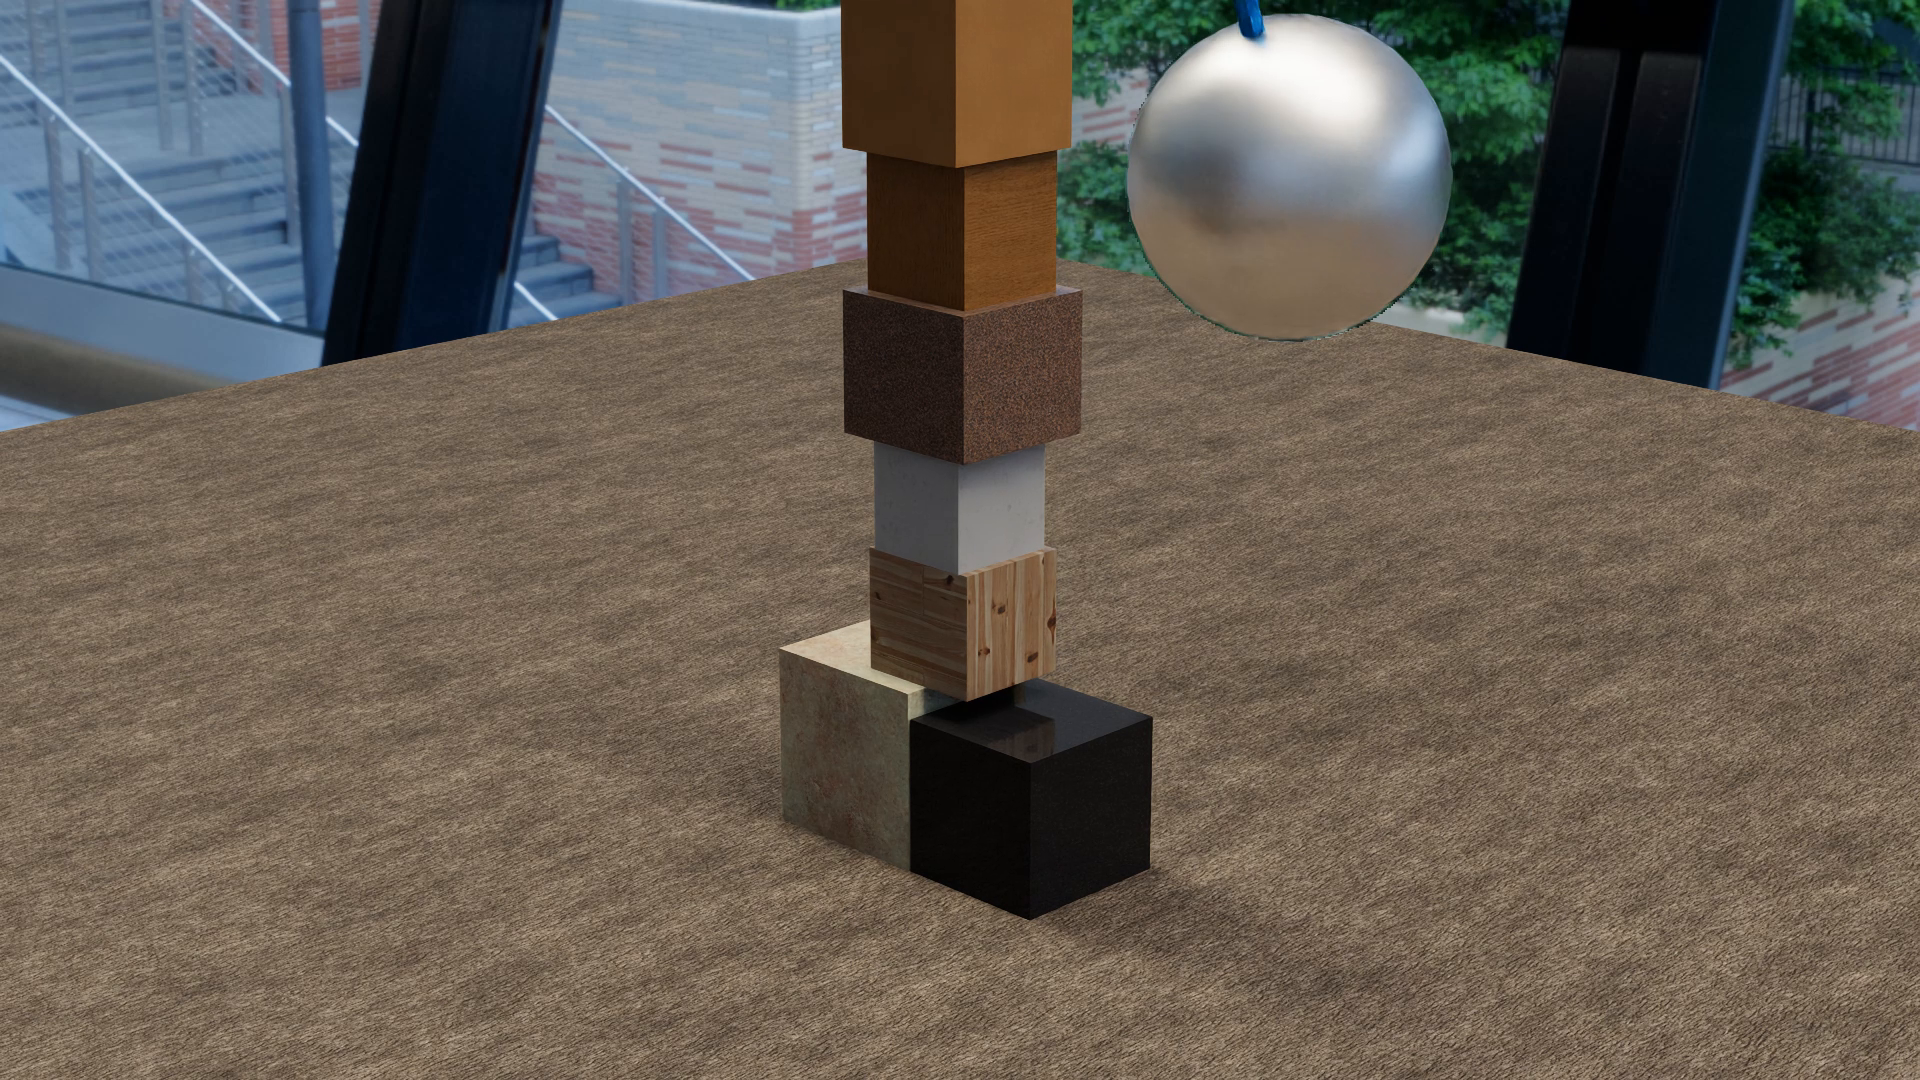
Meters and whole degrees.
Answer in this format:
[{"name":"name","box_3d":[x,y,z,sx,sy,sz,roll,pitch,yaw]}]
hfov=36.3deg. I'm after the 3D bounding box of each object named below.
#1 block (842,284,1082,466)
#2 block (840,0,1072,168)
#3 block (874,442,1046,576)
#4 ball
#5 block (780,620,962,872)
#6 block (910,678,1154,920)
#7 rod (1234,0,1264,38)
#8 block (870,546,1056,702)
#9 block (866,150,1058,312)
[{"name":"block","box_3d":[0.011,-0.796,13.104,0.747,0.657,0.759,-17,24,-42]},{"name":"block","box_3d":[-0.014,-2.054,12.682,0.711,0.717,0.701,-17,24,-42]},{"name":"block","box_3d":[-0.002,-0.219,13.271,0.553,0.544,0.538,-17,24,-42]},{"name":"ball","box_3d":[1.623,-1.789,14.480,1.600,1.600,1.600,0,17,0]},{"name":"block","box_3d":[-0.273,0.936,13.915,0.765,0.870,0.874,-17,24,-42]},{"name":"block","box_3d":[0.325,1.164,13.393,0.802,0.749,0.754,-17,24,-42]},{"name":"rod","box_3d":[0.703,-4.511,12.661,0.080,5.200,0.080,17,46,42]},{"name":"block","box_3d":[0.013,0.316,13.455,0.580,0.588,0.627,-17,24,-42]},{"name":"block","box_3d":[0.008,-1.413,12.906,0.574,0.639,0.606,-17,24,-42]}]
